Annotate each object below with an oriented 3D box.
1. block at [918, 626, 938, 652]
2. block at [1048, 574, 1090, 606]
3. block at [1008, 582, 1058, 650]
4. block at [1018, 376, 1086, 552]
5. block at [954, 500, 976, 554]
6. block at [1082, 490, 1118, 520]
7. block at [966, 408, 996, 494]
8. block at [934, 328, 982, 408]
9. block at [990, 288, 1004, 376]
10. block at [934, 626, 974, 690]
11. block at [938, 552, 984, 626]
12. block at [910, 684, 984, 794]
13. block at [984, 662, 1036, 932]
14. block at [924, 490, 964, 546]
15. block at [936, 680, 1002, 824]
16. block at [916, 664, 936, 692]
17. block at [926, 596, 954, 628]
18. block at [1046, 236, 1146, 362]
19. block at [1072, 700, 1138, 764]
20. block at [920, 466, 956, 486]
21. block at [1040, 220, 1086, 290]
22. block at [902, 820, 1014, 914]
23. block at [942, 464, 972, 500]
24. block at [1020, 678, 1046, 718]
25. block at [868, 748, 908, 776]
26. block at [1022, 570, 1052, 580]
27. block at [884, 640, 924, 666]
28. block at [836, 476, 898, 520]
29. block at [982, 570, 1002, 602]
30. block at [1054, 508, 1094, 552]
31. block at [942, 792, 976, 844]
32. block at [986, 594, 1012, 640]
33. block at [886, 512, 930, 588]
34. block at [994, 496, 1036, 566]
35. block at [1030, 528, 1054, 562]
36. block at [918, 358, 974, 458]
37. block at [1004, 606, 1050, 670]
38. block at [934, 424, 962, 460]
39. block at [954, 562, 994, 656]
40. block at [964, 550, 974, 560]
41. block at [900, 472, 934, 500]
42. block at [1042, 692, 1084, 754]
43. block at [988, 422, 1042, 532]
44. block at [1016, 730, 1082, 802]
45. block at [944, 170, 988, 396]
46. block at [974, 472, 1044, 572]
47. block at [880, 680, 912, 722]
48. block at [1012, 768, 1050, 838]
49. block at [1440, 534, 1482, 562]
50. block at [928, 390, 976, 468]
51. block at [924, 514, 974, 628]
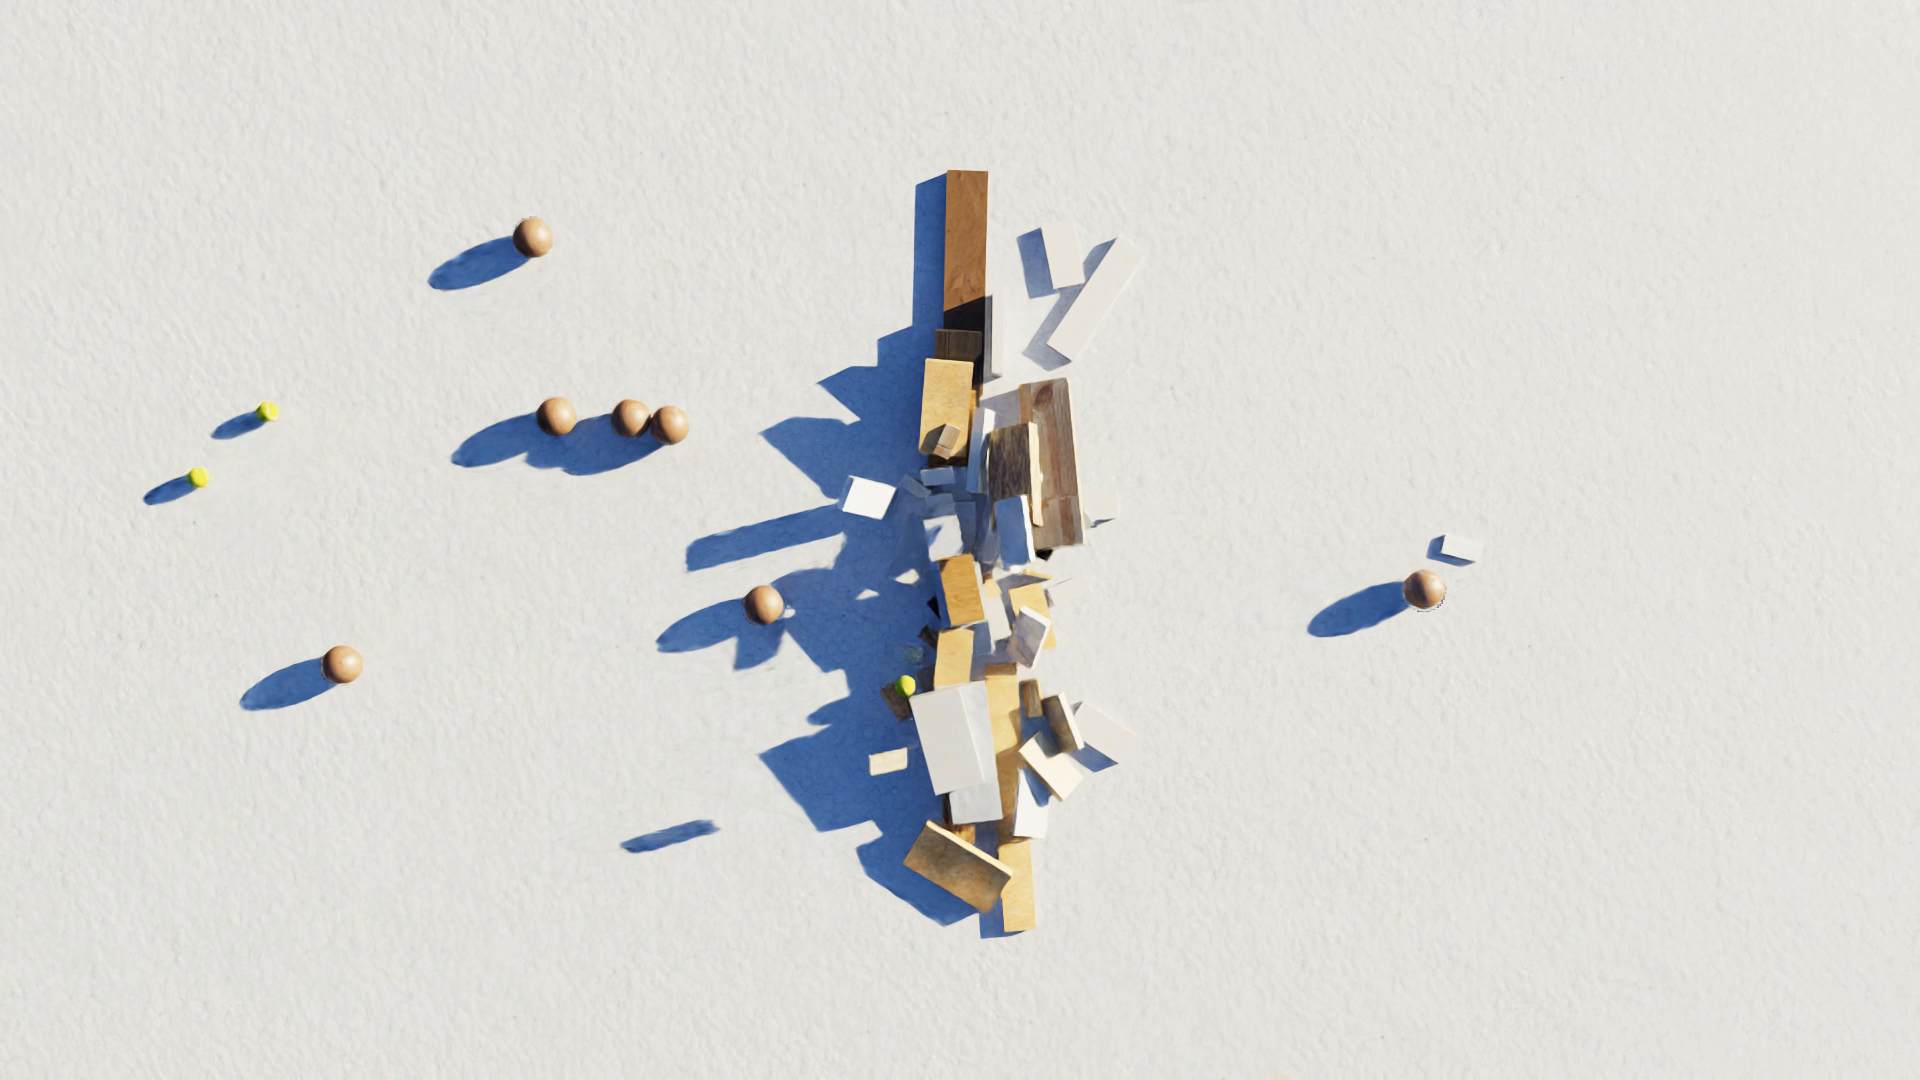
[{"bbox_3d":[-0.090,0.330,5.493,0.095,0.013,0.047,37,90,0],"label":"block"},{"bbox_3d":[0.363,0.166,5.491,0.128,0.018,0.064,-22,90,0],"label":"block"},{"bbox_3d":[0.243,0.260,5.484,0.110,0.031,0.220,-15,90,0],"label":"block"},{"bbox_3d":[0.302,-0.249,5.412,0.167,0.047,0.556,-7,80,14],"label":"block"},{"bbox_3d":[0.005,-0.039,5.462,0.093,0.026,0.185,-1,106,-1],"label":"block"},{"bbox_3d":[0.409,-0.113,5.485,0.228,0.027,0.096,-4,92,0],"label":"block"},{"bbox_3d":[0.069,-0.291,5.429,0.039,0.137,0.275,6,90,16],"label":"block"},{"bbox_3d":[-0.009,-0.536,5.422,0.153,0.043,0.306,2,107,0],"label":"block"},{"bbox_3d":[0.124,-0.681,5.431,0.039,0.137,0.275,1,90,0],"label":"block"},{"bbox_3d":[-0.021,0.404,5.410,0.113,0.032,0.227,6,96,0],"label":"block"},{"bbox_3d":[0.004,0.160,5.342,0.111,0.031,0.221,-12,101,0],"label":"block"},{"bbox_3d":[-0.041,0.649,5.355,0.164,0.046,0.328,-14,98,4],"label":"block"},{"bbox_3d":[0.168,0.853,5.485,0.105,0.030,0.887,-4,90,0],"label":"block"},{"bbox_3d":[-0.053,-0.063,5.429,0.093,0.026,0.185,-9,104,11],"label":"block"},{"bbox_3d":[0.030,0.698,5.408,0.164,0.046,0.459,-7,99,2],"label":"block"},{"bbox_3d":[-0.051,0.517,5.453,0.110,0.031,0.221,-23,90,0],"label":"block"},{"bbox_3d":[-0.029,0.245,5.473,0.082,0.023,0.164,-39,101,0],"label":"block"},{"bbox_3d":[0.451,-0.801,5.485,0.107,0.030,0.432,34,90,0],"label":"block"},{"bbox_3d":[0.470,0.640,5.485,0.217,0.031,0.108,33,90,0],"label":"block"},{"bbox_3d":[-0.073,-0.209,5.416,0.106,0.015,0.053,-7,109,12],"label":"block"},{"bbox_3d":[0.342,-0.948,5.485,0.107,0.030,0.213,-11,90,0],"label":"block"},{"bbox_3d":[-0.008,1.081,5.452,0.328,0.046,0.164,31,105,1],"label":"block"},{"bbox_3d":[-0.009,-0.155,5.455,0.093,0.026,0.185,-3,110,1],"label":"block"},{"bbox_3d":[0.242,0.524,5.476,0.063,0.018,0.126,-9,90,32],"label":"block"},{"bbox_3d":[-0.228,0.704,5.237,0.126,0.018,0.063,-9,114,-24],"label":"block"},{"bbox_3d":[0.255,0.115,5.476,0.094,0.047,0.013,12,90,0],"label":"block"},{"bbox_3d":[-0.186,0.374,5.478,0.128,0.018,0.064,10,115,0],"label":"block"},{"bbox_3d":[-0.300,-0.137,5.397,0.031,0.221,0.111,28,100,38],"label":"block"},{"bbox_3d":[0.046,0.180,5.452,0.164,0.023,0.082,-30,100,-5],"label":"block"},{"bbox_3d":[0.338,-0.037,5.454,0.192,0.027,0.096,-35,88,8],"label":"block"},{"bbox_3d":[-0.002,0.750,5.484,0.110,0.031,0.515,1,90,0],"label":"block"},{"bbox_3d":[0.110,0.249,5.488,0.082,0.023,0.164,-16,90,0],"label":"block"},{"bbox_3d":[-0.153,0.035,5.484,0.113,0.032,0.227,21,90,0],"label":"block"},{"bbox_3d":[0.172,-0.027,5.202,0.105,0.030,0.210,-11,84,34],"label":"block"},{"bbox_3d":[0.290,-0.045,5.428,0.107,0.030,0.213,27,90,17],"label":"block"},{"bbox_3d":[-0.046,-0.429,5.363,0.153,0.043,0.306,5,107,-1],"label":"block"},{"bbox_3d":[0.221,0.321,5.406,0.105,0.030,0.210,31,132,15],"label":"block"},{"bbox_3d":[-0.041,-0.321,5.365,0.053,0.015,0.106,23,105,-6],"label":"block"},{"bbox_3d":[0.030,0.229,5.420,0.113,0.032,0.304,-9,101,0],"label":"block"},{"bbox_3d":[-0.002,0.089,5.442,0.059,0.017,0.118,26,93,1],"label":"block"},{"bbox_3d":[-0.145,-0.177,5.477,0.106,0.015,0.053,34,130,0],"label":"block"},{"bbox_3d":[0.336,0.605,5.455,0.027,0.096,0.192,-21,89,-42],"label":"block"},{"bbox_3d":[0.176,-0.201,5.343,0.167,0.047,0.335,-10,77,37],"label":"block"},{"bbox_3d":[0.297,0.747,5.459,0.217,0.031,0.108,48,59,0],"label":"block"},{"bbox_3d":[0.016,-0.852,5.481,0.137,0.039,0.745,1,90,0],"label":"block"},{"bbox_3d":[0.155,-0.077,5.412,0.167,0.047,0.335,19,98,39],"label":"block"},{"bbox_3d":[-0.207,0.535,5.461,0.064,0.018,0.128,-29,82,-34],"label":"block"},{"bbox_3d":[0.236,0.870,5.459,0.108,0.031,0.217,7,86,-20],"label":"block"},{"bbox_3d":[1.668,0.028,5.491,0.126,0.018,0.063,14,90,0],"label":"block"},{"bbox_3d":[-0.027,-0.340,5.435,0.153,0.043,0.306,1,107,0],"label":"block"},{"bbox_3d":[-0.034,0.103,5.362,0.111,0.031,0.359,-10,101,0],"label":"block"}]
